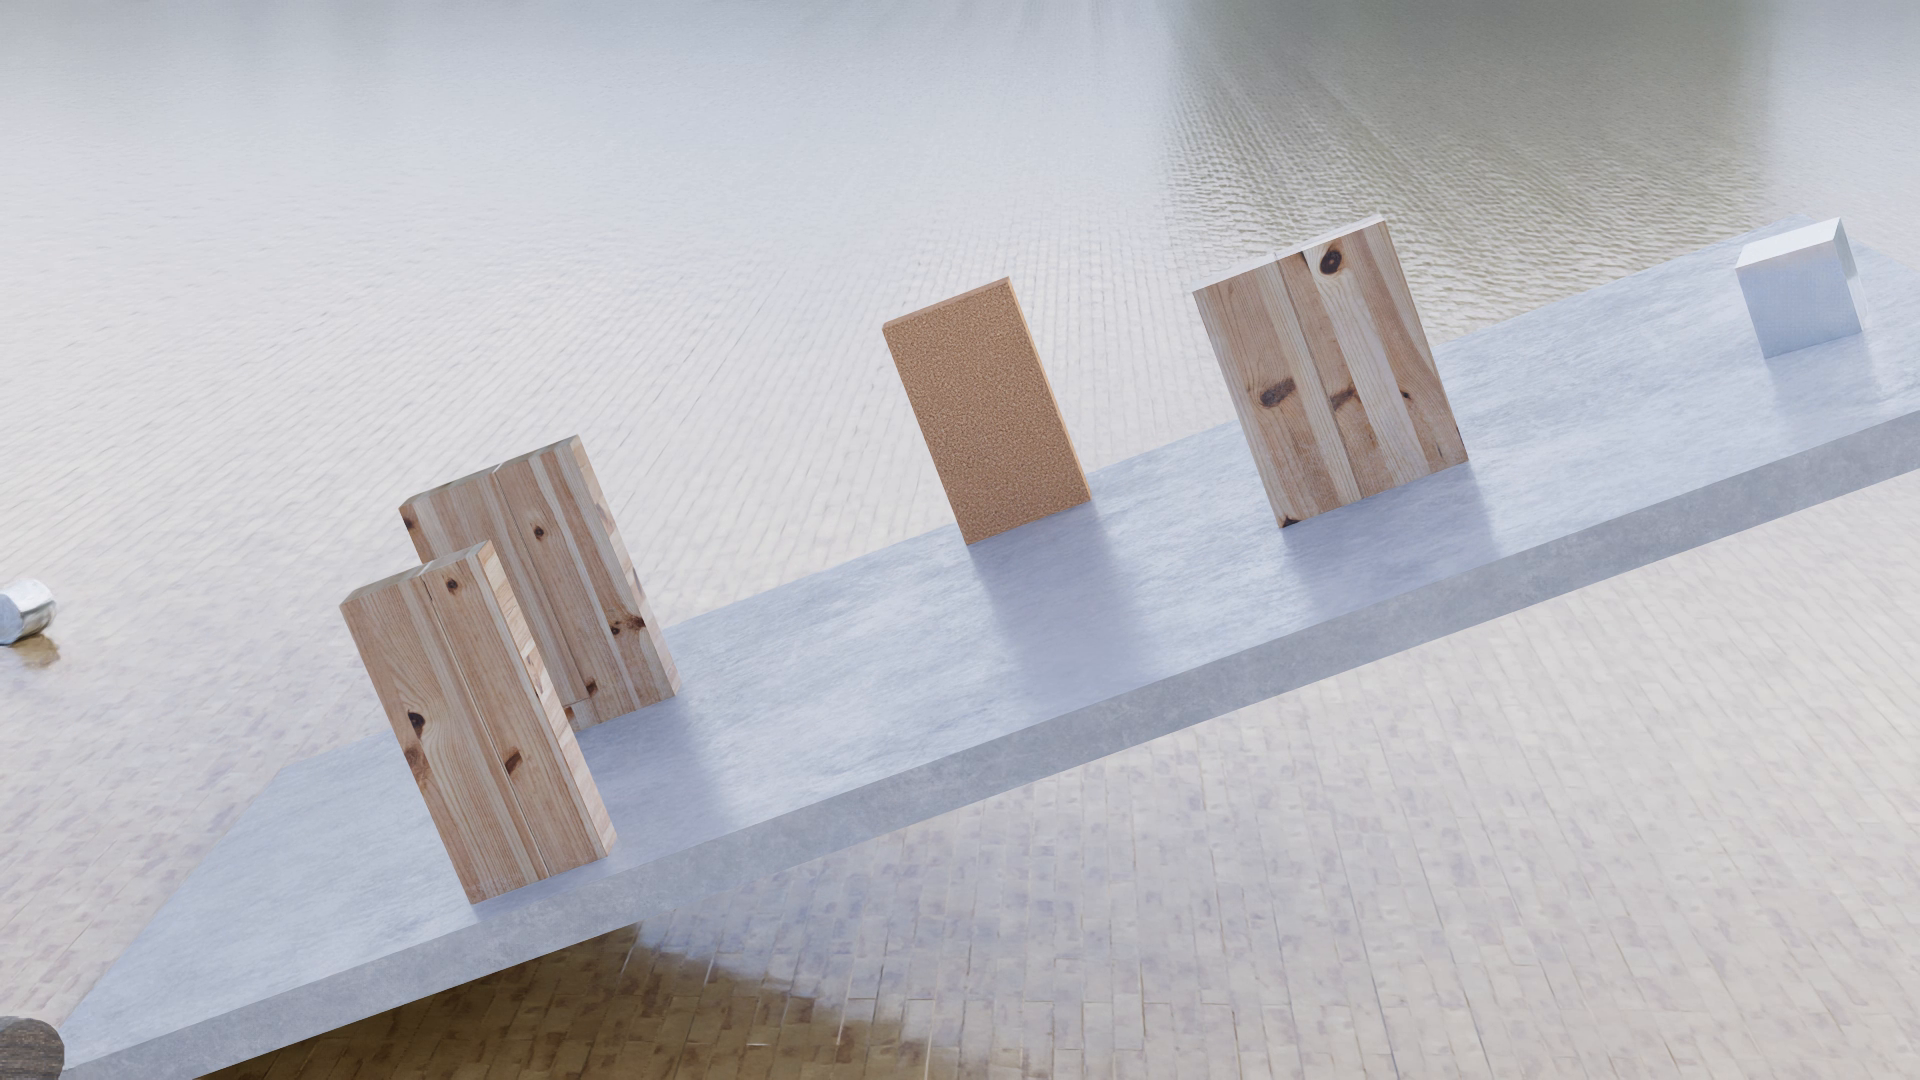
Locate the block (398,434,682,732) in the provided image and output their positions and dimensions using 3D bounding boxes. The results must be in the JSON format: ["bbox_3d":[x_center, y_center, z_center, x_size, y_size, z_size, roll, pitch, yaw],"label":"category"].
[{"bbox_3d":[-0.941,0.127,6.621,0.415,0.616,0.115,-20,12,7],"label":"block"}]

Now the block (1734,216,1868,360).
[{"bbox_3d":[1.678,-0.502,5.857,0.194,0.194,0.194,-16,13,25],"label":"block"}]

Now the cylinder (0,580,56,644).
[{"bbox_3d":[-2.904,0.222,9.052,0.167,0.167,0.167,5,14,20],"label":"cylinder"}]

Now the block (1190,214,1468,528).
[{"bbox_3d":[0.749,-0.342,5.973,0.406,0.520,0.113,-20,12,7],"label":"block"}]

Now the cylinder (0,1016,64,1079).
[{"bbox_3d":[-1.764,0.960,5.475,0.144,0.144,0.144,-11,3,-39],"label":"cylinder"}]

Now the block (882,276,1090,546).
[{"bbox_3d":[0.065,-0.304,6.939,0.314,0.552,0.102,-20,12,7],"label":"block"}]

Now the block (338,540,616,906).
[{"bbox_3d":[-0.904,0.345,5.546,0.282,0.625,0.119,-20,12,7],"label":"block"}]

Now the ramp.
[{"bbox_3d":[0.119,0.175,6.294,4.000,0.100,2.000,-20,12,7],"label":"ramp"}]
